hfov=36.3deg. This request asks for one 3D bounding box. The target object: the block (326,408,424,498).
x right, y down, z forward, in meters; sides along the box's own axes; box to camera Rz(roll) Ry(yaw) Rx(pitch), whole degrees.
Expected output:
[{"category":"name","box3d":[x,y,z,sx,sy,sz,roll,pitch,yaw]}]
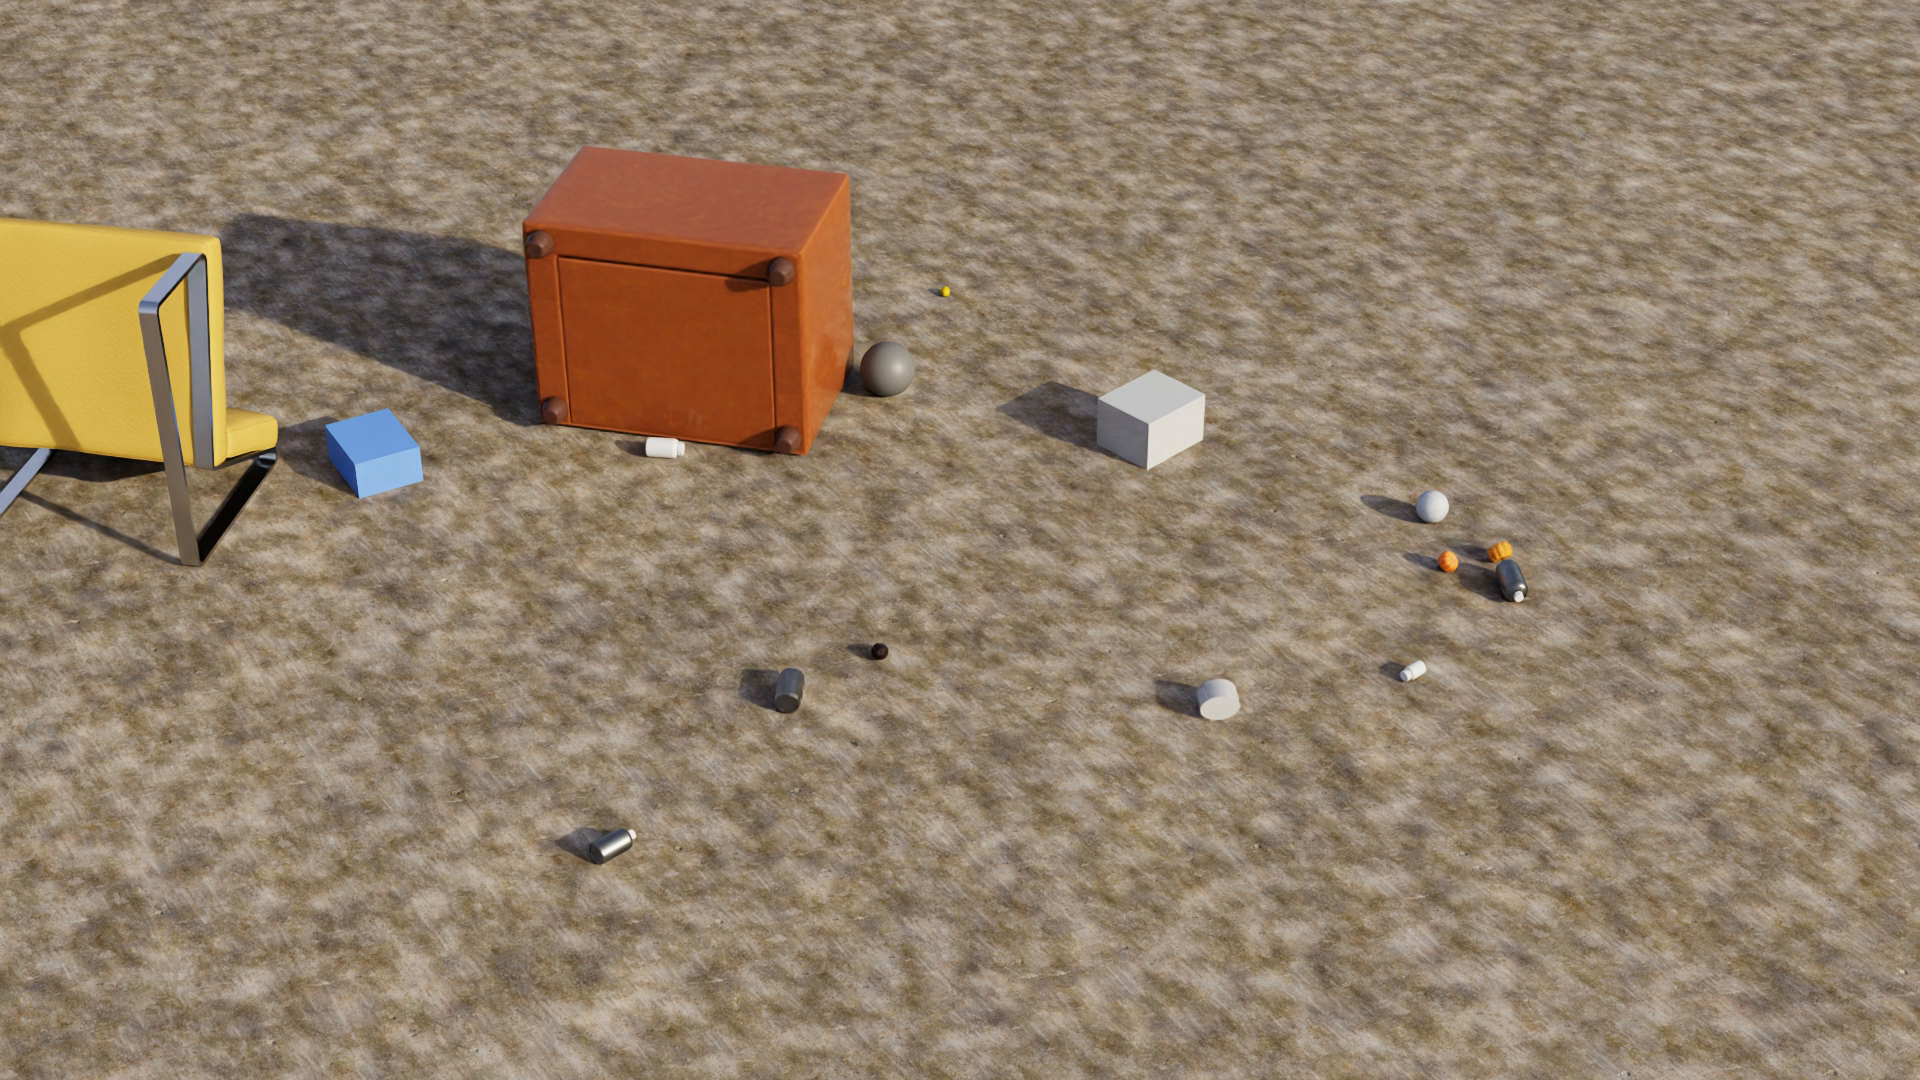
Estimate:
[{"category":"block","box3d":[-2.262,-0.336,11.316,0.259,0.153,0.331,-18,37,-25]}]

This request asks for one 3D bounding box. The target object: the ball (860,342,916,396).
[{"category":"ball","box3d":[-0.291,-0.688,11.786,0.222,0.222,0.222,0,33,0]}]

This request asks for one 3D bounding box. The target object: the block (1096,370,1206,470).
[{"category":"block","box3d":[0.746,-0.473,11.473,0.323,0.207,0.270,-28,43,-36]}]

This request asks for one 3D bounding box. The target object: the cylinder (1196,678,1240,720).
[{"category":"cylinder","box3d":[0.881,0.546,10.025,0.137,0.100,0.099,-8,36,2]}]

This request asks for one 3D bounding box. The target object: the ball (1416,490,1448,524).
[{"category":"ball","box3d":[1.776,-0.126,11.023,0.124,0.124,0.124,0,33,0]}]
